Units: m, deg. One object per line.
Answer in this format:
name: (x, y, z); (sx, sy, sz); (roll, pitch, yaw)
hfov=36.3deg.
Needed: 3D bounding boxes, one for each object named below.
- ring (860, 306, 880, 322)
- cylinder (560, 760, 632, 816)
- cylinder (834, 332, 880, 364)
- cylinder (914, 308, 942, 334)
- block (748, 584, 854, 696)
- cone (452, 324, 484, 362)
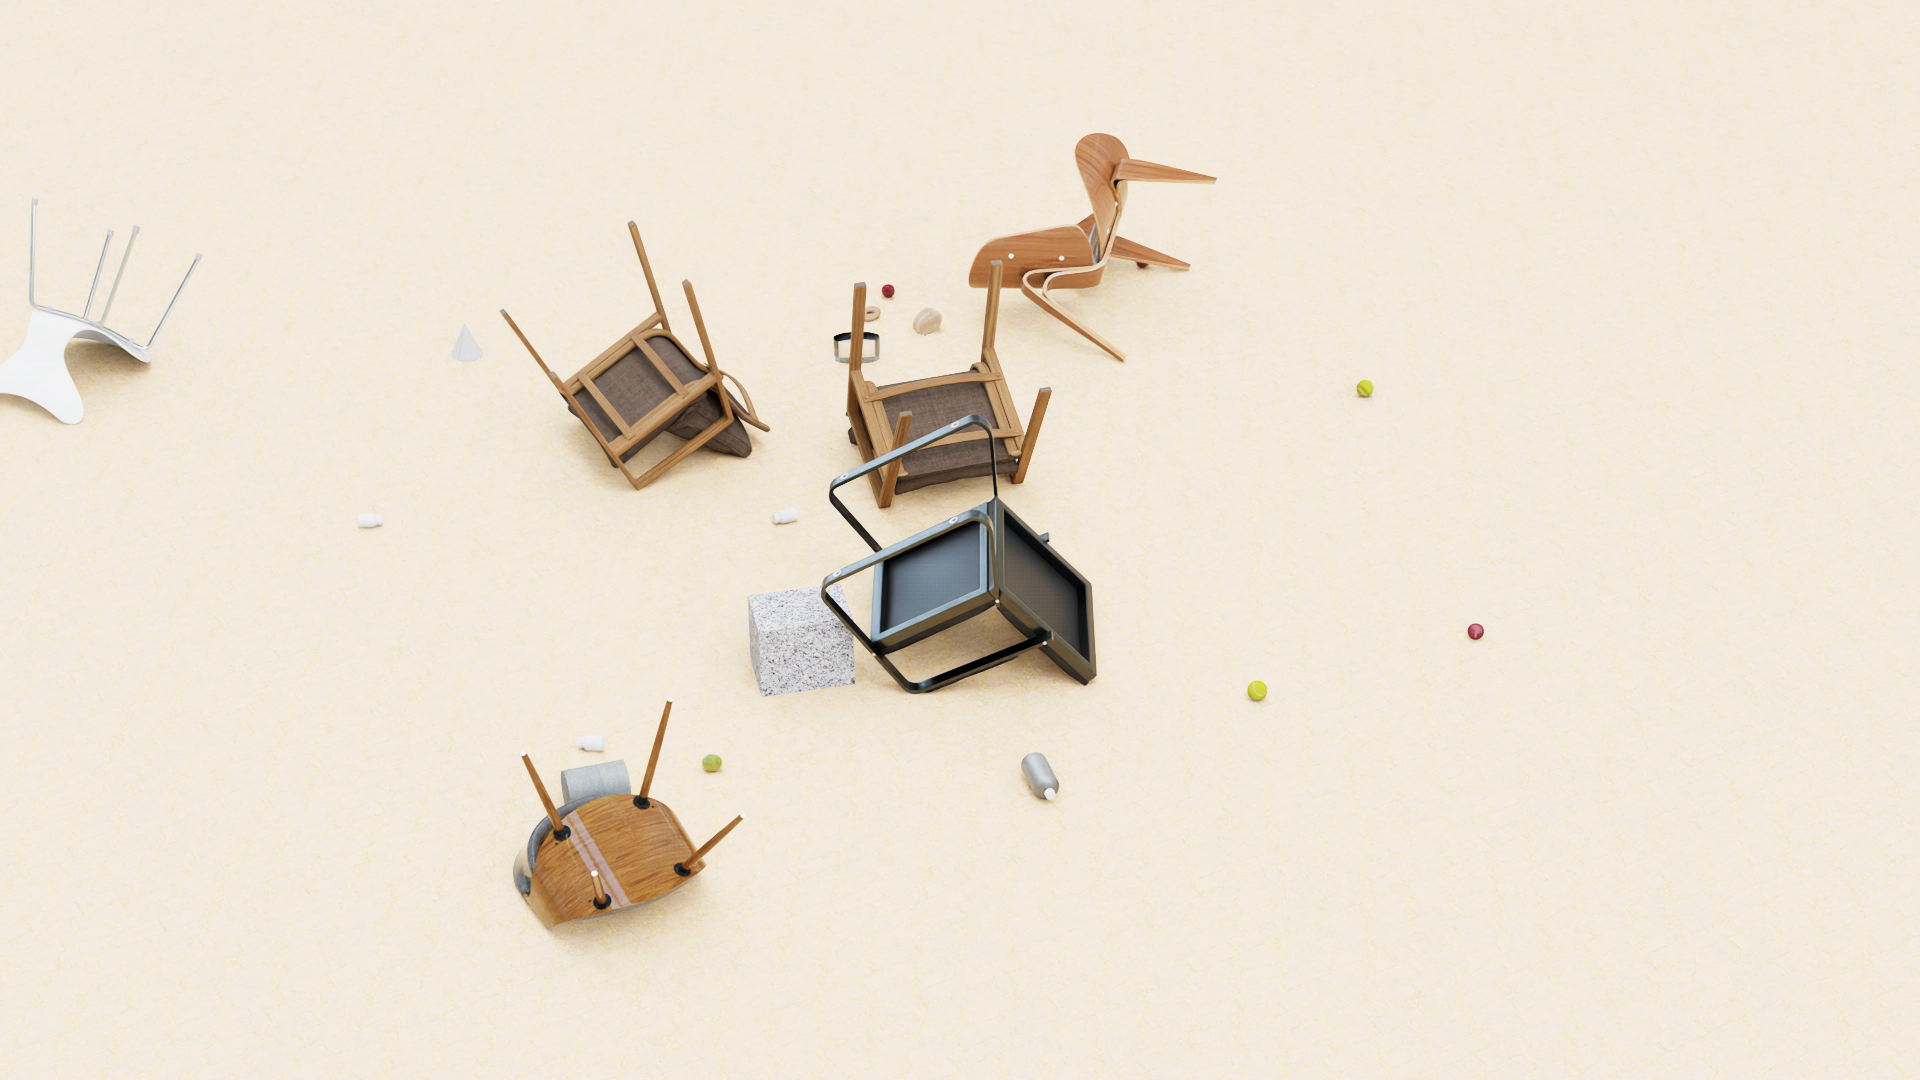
ring: (-0.379, -0.955, 12.373); (0.086, 0.024, 0.116); (9, 35, 15)
cylinder: (-1.186, 0.808, 9.555); (0.200, 0.153, 0.209); (-10, -7, -14)
cylinder: (-0.424, -0.790, 12.054); (0.193, 0.099, 0.097); (-2, 33, -3)
cylinder: (-0.134, -0.916, 12.246); (0.120, 0.096, 0.044); (-32, 43, -19)
block: (-0.550, 0.346, 10.168); (0.328, 0.276, 0.225); (-7, 34, -11)
cone: (-2.035, -0.831, 12.070); (0.140, 0.148, 0.127); (26, 42, 34)
